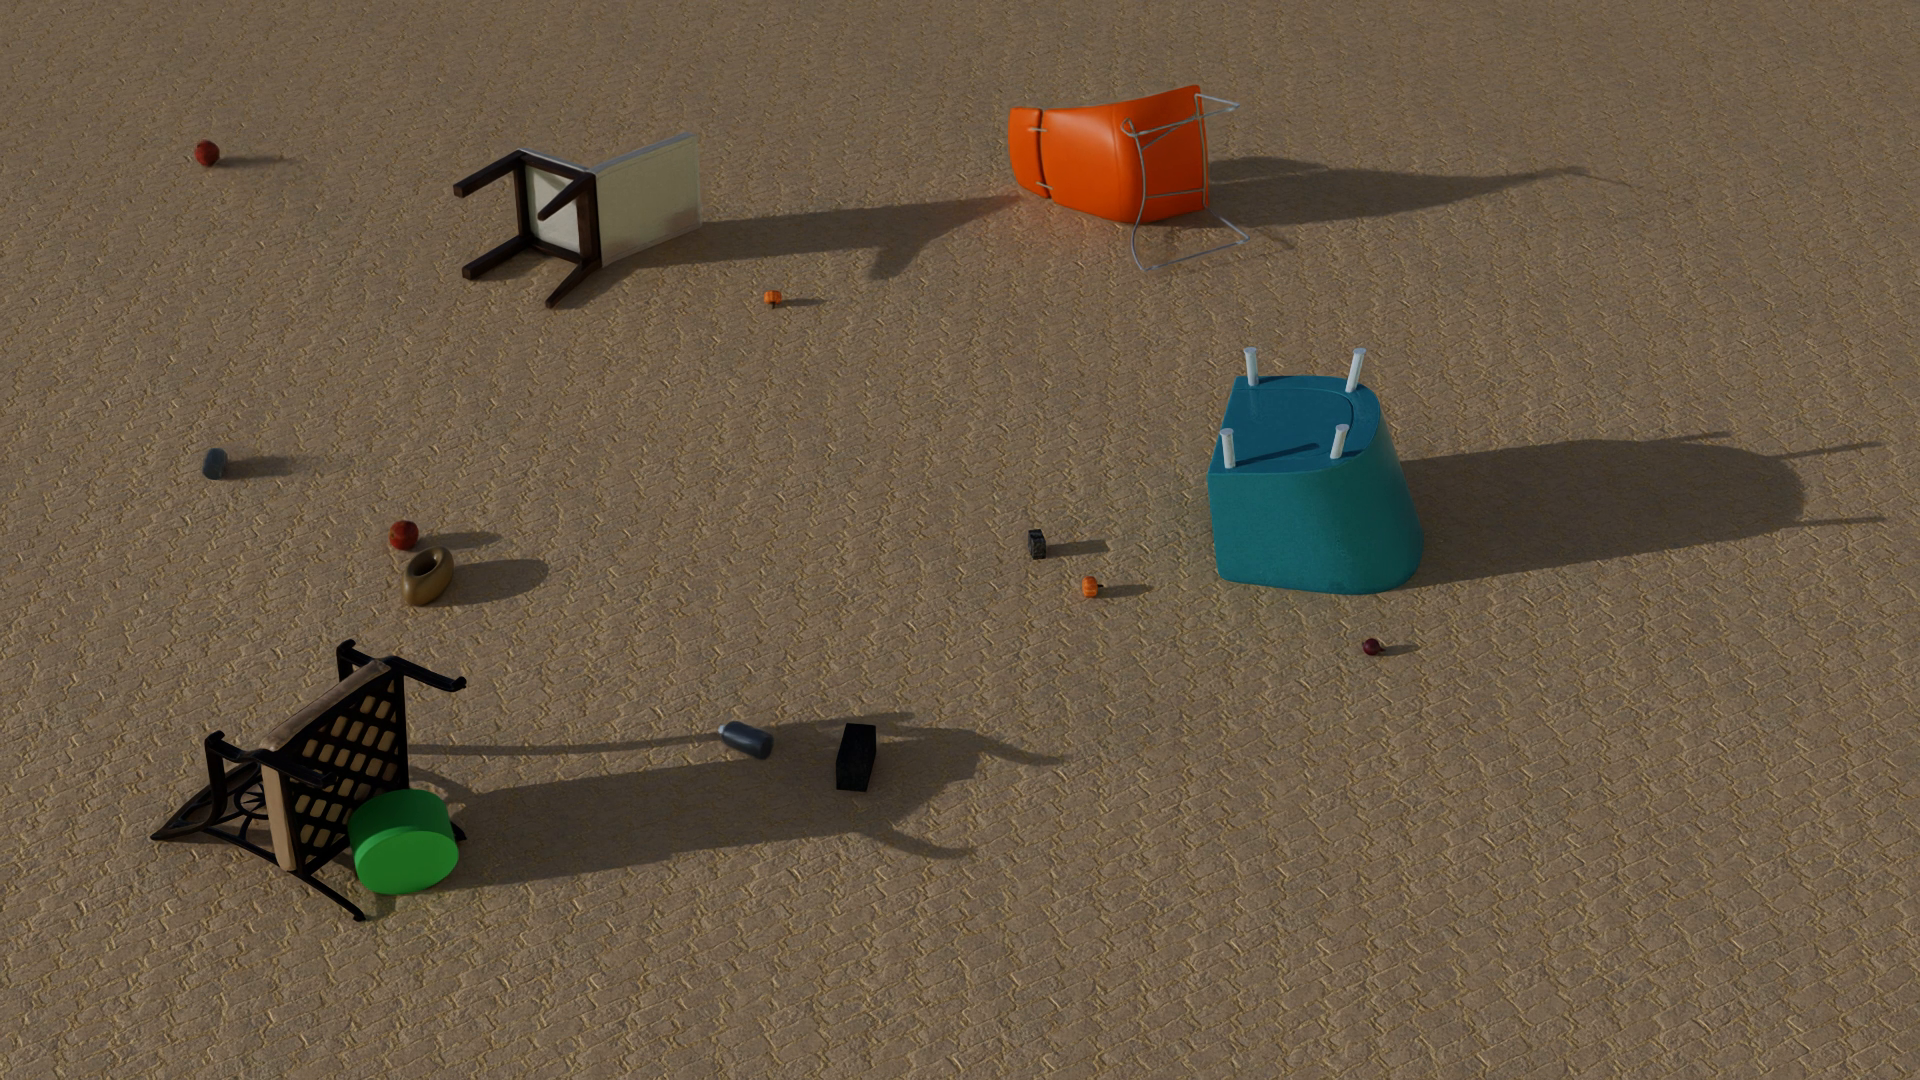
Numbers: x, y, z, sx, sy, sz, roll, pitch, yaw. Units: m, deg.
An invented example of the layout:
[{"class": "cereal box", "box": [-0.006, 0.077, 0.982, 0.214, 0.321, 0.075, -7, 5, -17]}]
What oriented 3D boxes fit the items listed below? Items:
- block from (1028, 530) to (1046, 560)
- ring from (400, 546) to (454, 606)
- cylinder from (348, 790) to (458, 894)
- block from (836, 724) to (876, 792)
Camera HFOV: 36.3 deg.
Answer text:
[{"class": "block", "box": [0.285, 0.016, 10.851, 0.047, 0.076, 0.086, -6, 34, -10]}, {"class": "ring", "box": [-1.934, 0.129, 10.647, 0.159, 0.114, 0.295, 8, 35, 15]}, {"class": "cylinder", "box": [-1.763, 0.954, 9.276, 0.318, 0.243, 0.222, -13, 35, -13]}, {"class": "block", "box": [-0.345, 0.722, 9.746, 0.100, 0.113, 0.218, 4, 34, 6]}]
